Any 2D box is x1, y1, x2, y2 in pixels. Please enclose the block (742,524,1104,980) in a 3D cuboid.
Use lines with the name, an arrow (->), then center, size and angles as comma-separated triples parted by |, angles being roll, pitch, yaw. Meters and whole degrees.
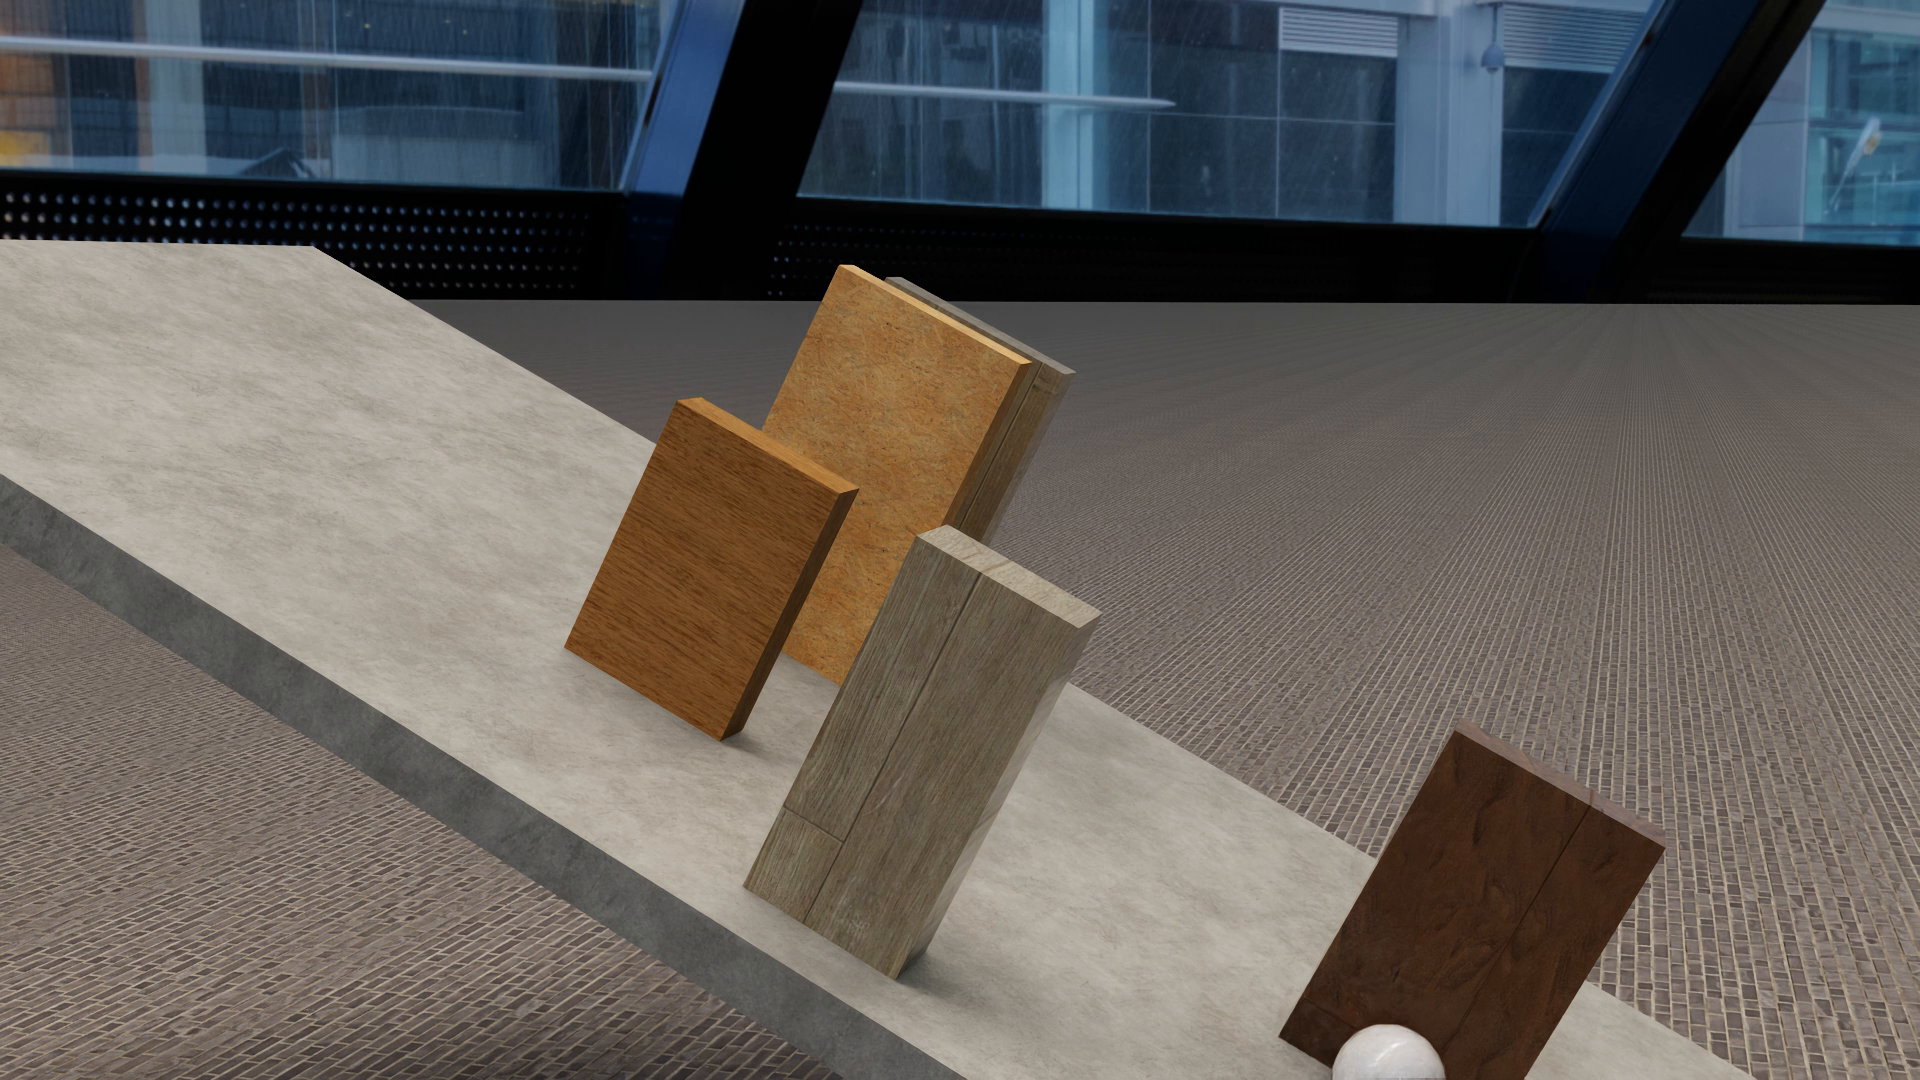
block -> -0.058, 0.314, 3.269 | 0.270, 0.606, 0.149 | 30, 14, 12

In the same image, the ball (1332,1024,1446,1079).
ball -> 0.685, 0.865, 3.512 | 0.180, 0.180, 0.180 | 0, 7, 0

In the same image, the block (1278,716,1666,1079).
block -> 0.846, 0.657, 3.658 | 0.374, 0.611, 0.117 | 30, 14, 12

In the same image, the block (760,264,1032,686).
block -> -0.206, -0.116, 4.299 | 0.407, 0.731, 0.083 | 30, 14, 12

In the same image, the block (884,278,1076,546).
block -> -0.108, -0.144, 4.649 | 0.431, 0.698, 0.098 | 30, 14, 12

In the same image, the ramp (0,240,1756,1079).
ramp -> -0.233, 0.389, 4.153 | 4.000, 0.100, 2.000 | 30, 14, 12

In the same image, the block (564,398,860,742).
block -> -0.431, 0.049, 3.796 | 0.329, 0.488, 0.101 | 30, 14, 12
